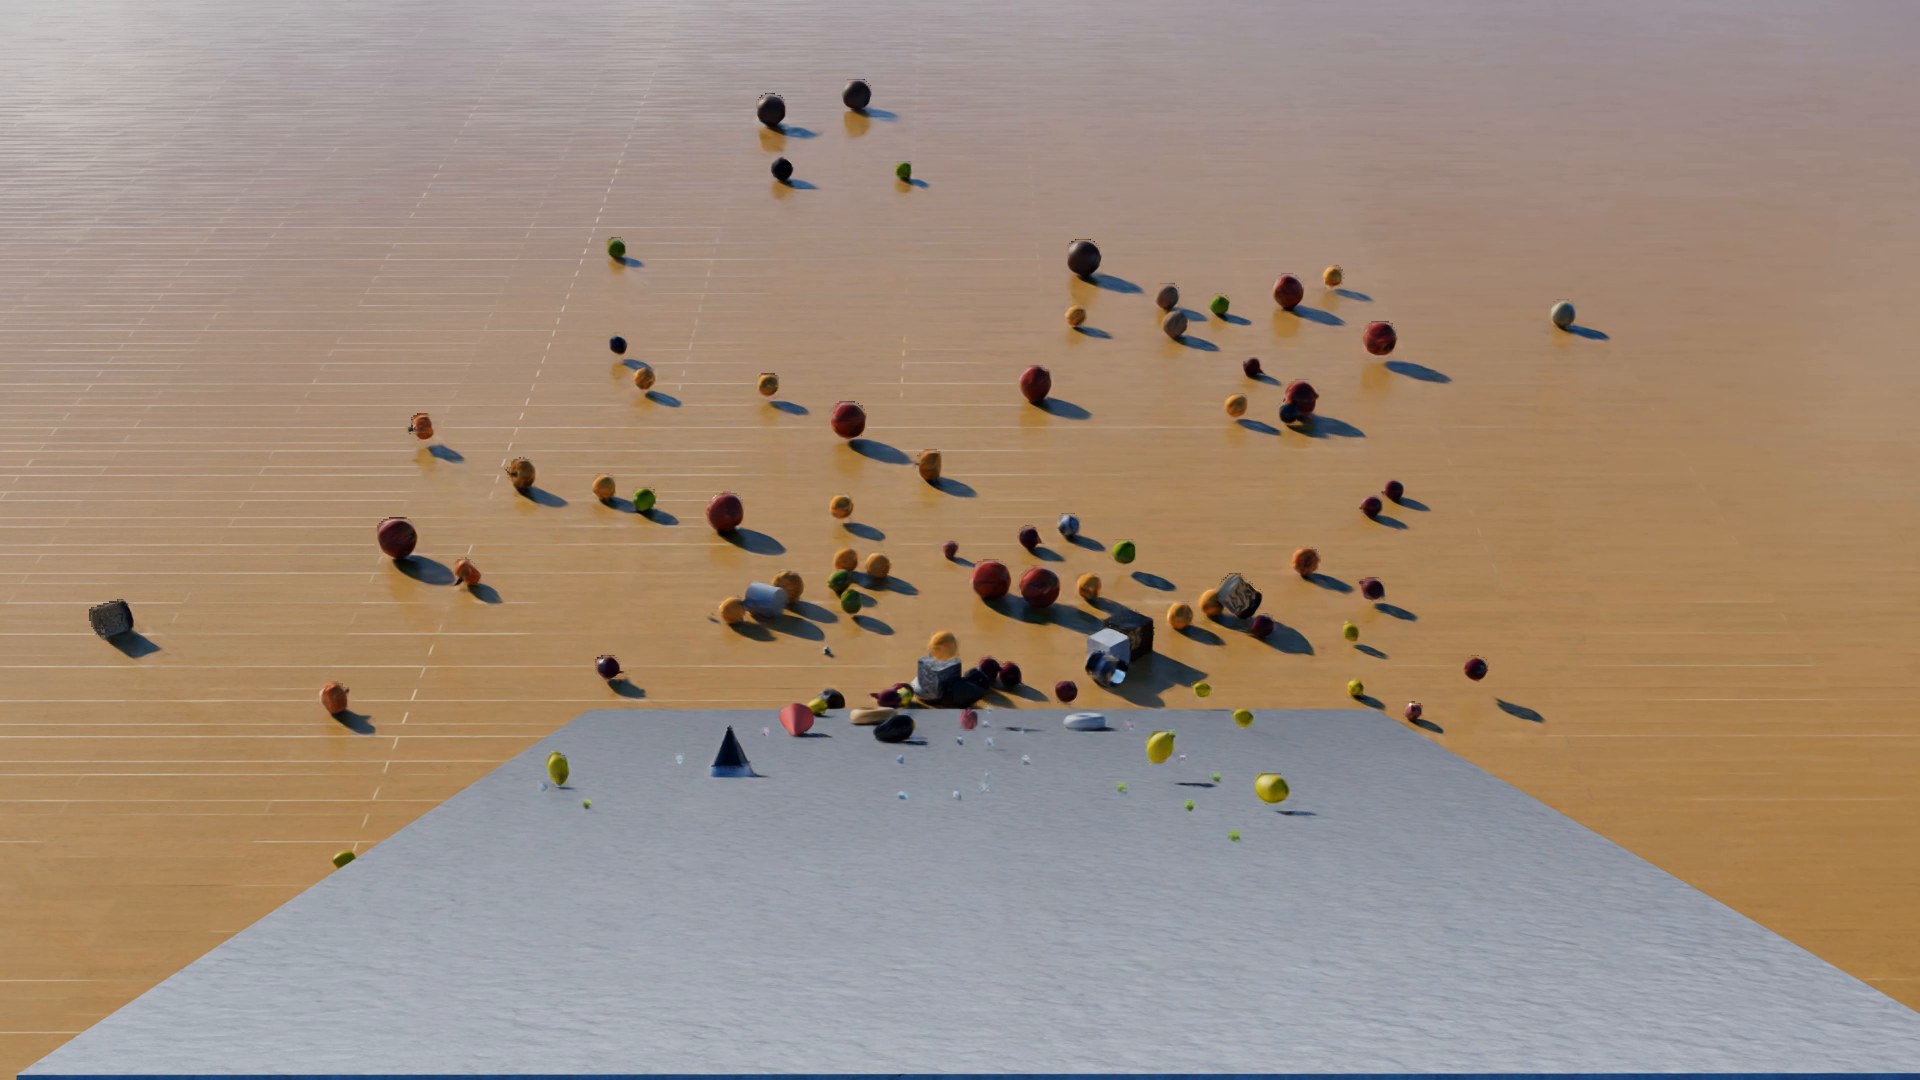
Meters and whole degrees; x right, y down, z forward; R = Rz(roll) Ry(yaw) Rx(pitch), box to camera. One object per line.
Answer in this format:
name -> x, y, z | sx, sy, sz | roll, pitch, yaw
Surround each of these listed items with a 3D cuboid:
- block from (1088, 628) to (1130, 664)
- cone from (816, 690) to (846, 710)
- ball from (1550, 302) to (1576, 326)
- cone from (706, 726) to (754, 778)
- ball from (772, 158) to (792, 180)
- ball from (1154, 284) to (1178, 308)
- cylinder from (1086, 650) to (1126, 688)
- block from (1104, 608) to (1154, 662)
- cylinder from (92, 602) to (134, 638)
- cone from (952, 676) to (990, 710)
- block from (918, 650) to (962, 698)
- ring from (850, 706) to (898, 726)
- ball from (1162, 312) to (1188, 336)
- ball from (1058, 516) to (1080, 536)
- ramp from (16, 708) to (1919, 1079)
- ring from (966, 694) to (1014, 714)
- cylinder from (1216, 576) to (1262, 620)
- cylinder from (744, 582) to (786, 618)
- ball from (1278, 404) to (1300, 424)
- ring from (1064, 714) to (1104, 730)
block -> 0.401, 0.297, 6.958 | 0.080, 0.080, 0.080 | -23, 34, -39
cone -> -0.335, 0.414, 6.684 | 0.074, 0.074, 0.074 | -1, -18, -1
ball -> 2.159, -0.808, 9.232 | 0.088, 0.088, 0.088 | 0, 26, 0
cone -> -0.459, 0.417, 5.140 | 0.099, 0.099, 0.099 | 0, 1, 0
ball -> -0.743, -1.549, 10.759 | 0.090, 0.090, 0.090 | 0, 26, 0
ball -> 0.753, -0.886, 9.395 | 0.087, 0.087, 0.087 | 0, 26, 0
cylinder -> 0.390, 0.343, 6.868 | 0.077, 0.077, 0.077 | -23, 35, -39
block -> 0.457, 0.260, 7.018 | 0.096, 0.096, 0.096 | 22, 33, 38
cylinder -> -2.338, 0.220, 7.116 | 0.081, 0.081, 0.081 | -21, 33, -37
cone -> 0.039, 0.398, 6.710 | 0.093, 0.093, 0.093 | -6, 22, 23
block -> -0.052, 0.351, 6.758 | 0.082, 0.082, 0.082 | -21, 34, -33
ring -> -0.207, 0.422, 6.184 | 0.114, 0.038, 0.114 | -1, 2, 0
ball -> 0.761, -0.765, 9.141 | 0.090, 0.090, 0.090 | 0, 26, 0
ball -> 0.323, -0.041, 7.675 | 0.065, 0.065, 0.065 | 0, 26, 0
ramp -> 0.059, 0.531, 4.568 | 2.000, 0.100, 4.000 | 0, 1, 0
ring -> 0.076, 0.420, 6.467 | 0.121, 0.040, 0.121 | 1, 19, 0
cylinder -> 0.777, 0.160, 7.180 | 0.090, 0.090, 0.090 | 38, 19, -18
cylinder -> -0.544, 0.169, 7.215 | 0.087, 0.087, 0.087 | 13, 29, 24
ball -> 1.075, -0.414, 8.427 | 0.066, 0.066, 0.066 | 0, 26, 0
ring -> 0.292, 0.427, 6.064 | 0.097, 0.032, 0.097 | -1, 2, 0
